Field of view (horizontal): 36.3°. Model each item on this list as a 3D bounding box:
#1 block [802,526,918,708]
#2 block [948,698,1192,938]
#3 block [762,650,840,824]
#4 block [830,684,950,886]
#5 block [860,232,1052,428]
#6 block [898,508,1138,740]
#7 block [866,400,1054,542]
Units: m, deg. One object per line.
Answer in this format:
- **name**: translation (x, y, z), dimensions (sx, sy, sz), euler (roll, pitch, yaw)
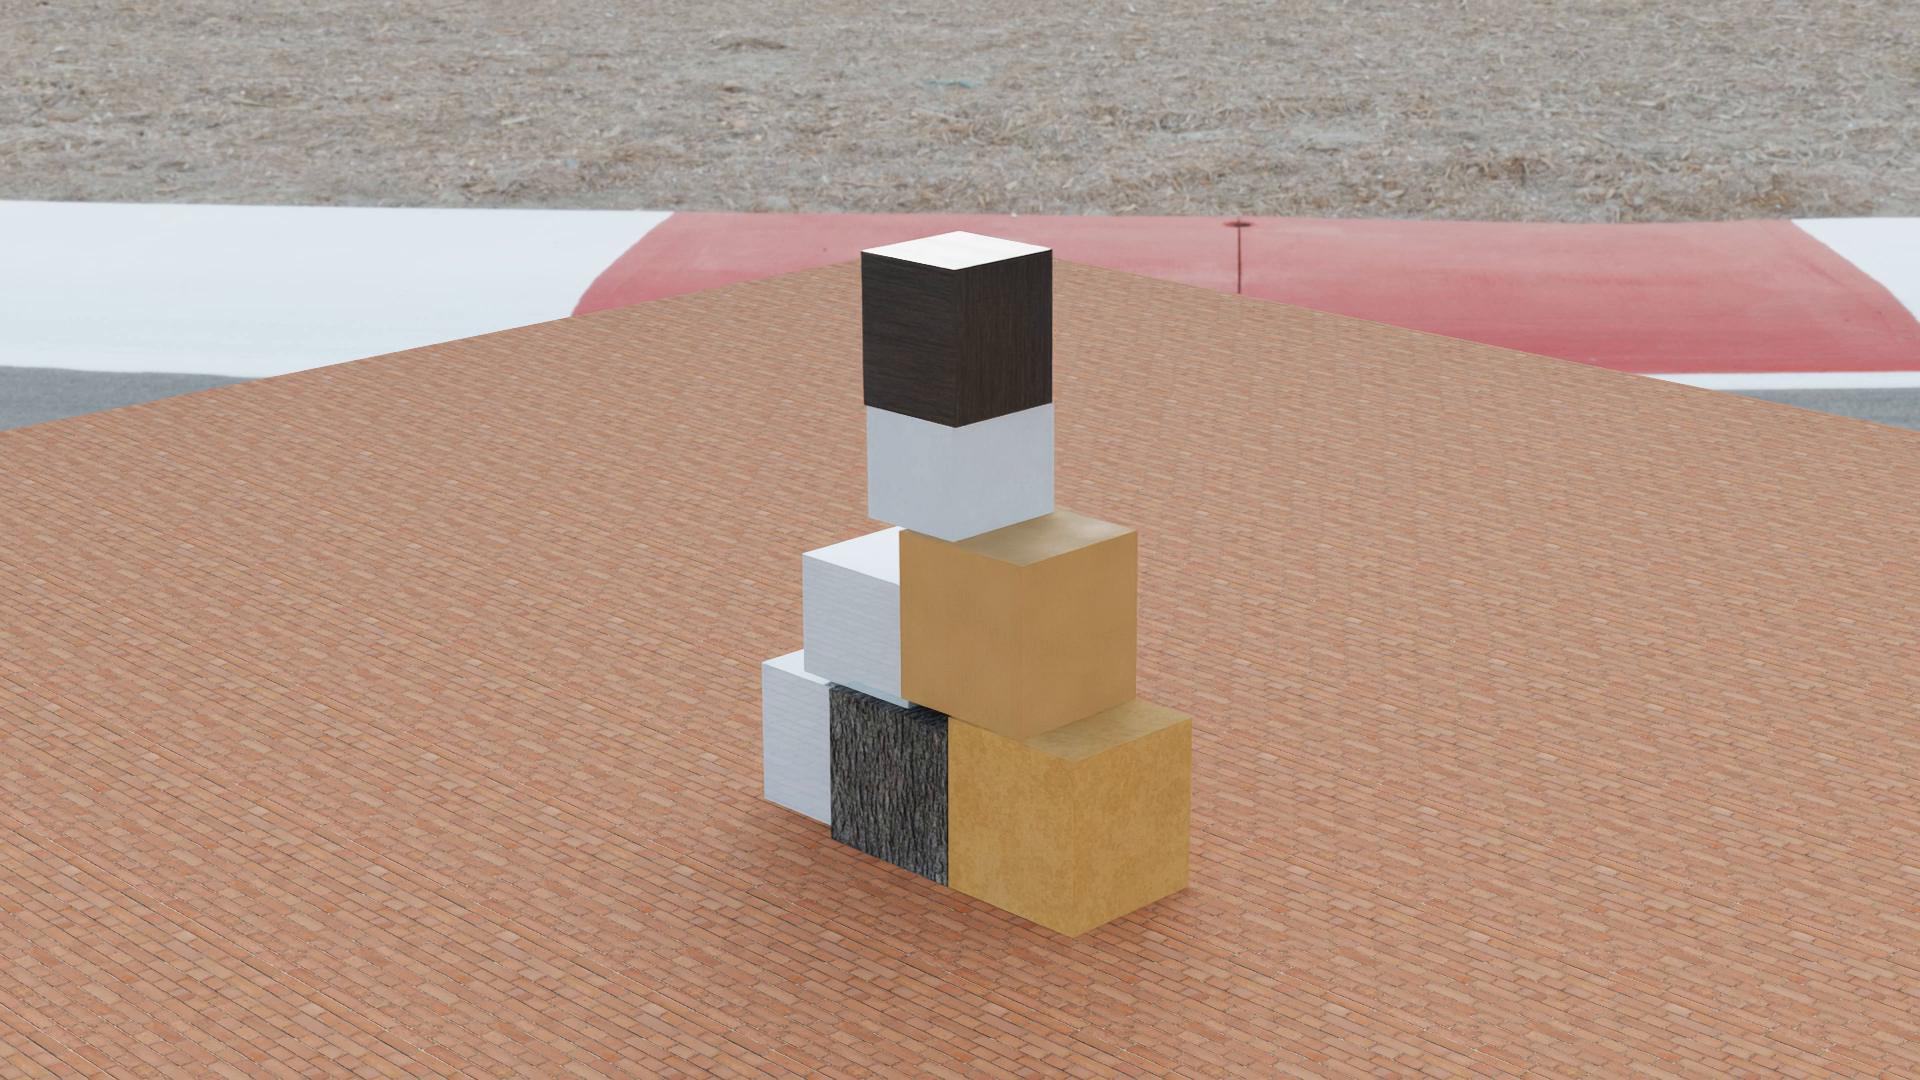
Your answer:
- **block**: translation (-0.266, 0.351, 13.745), dimensions (0.625, 0.584, 0.706), euler (-17, 24, -42)
- **block**: translation (0.493, 1.183, 13.207), dimensions (0.774, 0.823, 0.768), euler (-17, 24, -42)
- **block**: translation (-0.550, 0.928, 14.216), dimensions (0.563, 0.705, 0.585), euler (-17, 24, -42)
- **block**: translation (-0.077, 1.057, 13.728), dimensions (0.729, 0.752, 0.776), euler (-17, 24, -42)
- **block**: translation (-0.011, -0.947, 13.056), dimensions (0.613, 0.701, 0.585), euler (-17, 23, -42)
- **block**: translation (0.263, 0.338, 13.198), dimensions (0.746, 0.795, 0.762), euler (-17, 23, -42)
- **block**: translation (0.004, -0.365, 13.246), dimensions (0.646, 0.523, 0.546), euler (-17, 23, -42)
